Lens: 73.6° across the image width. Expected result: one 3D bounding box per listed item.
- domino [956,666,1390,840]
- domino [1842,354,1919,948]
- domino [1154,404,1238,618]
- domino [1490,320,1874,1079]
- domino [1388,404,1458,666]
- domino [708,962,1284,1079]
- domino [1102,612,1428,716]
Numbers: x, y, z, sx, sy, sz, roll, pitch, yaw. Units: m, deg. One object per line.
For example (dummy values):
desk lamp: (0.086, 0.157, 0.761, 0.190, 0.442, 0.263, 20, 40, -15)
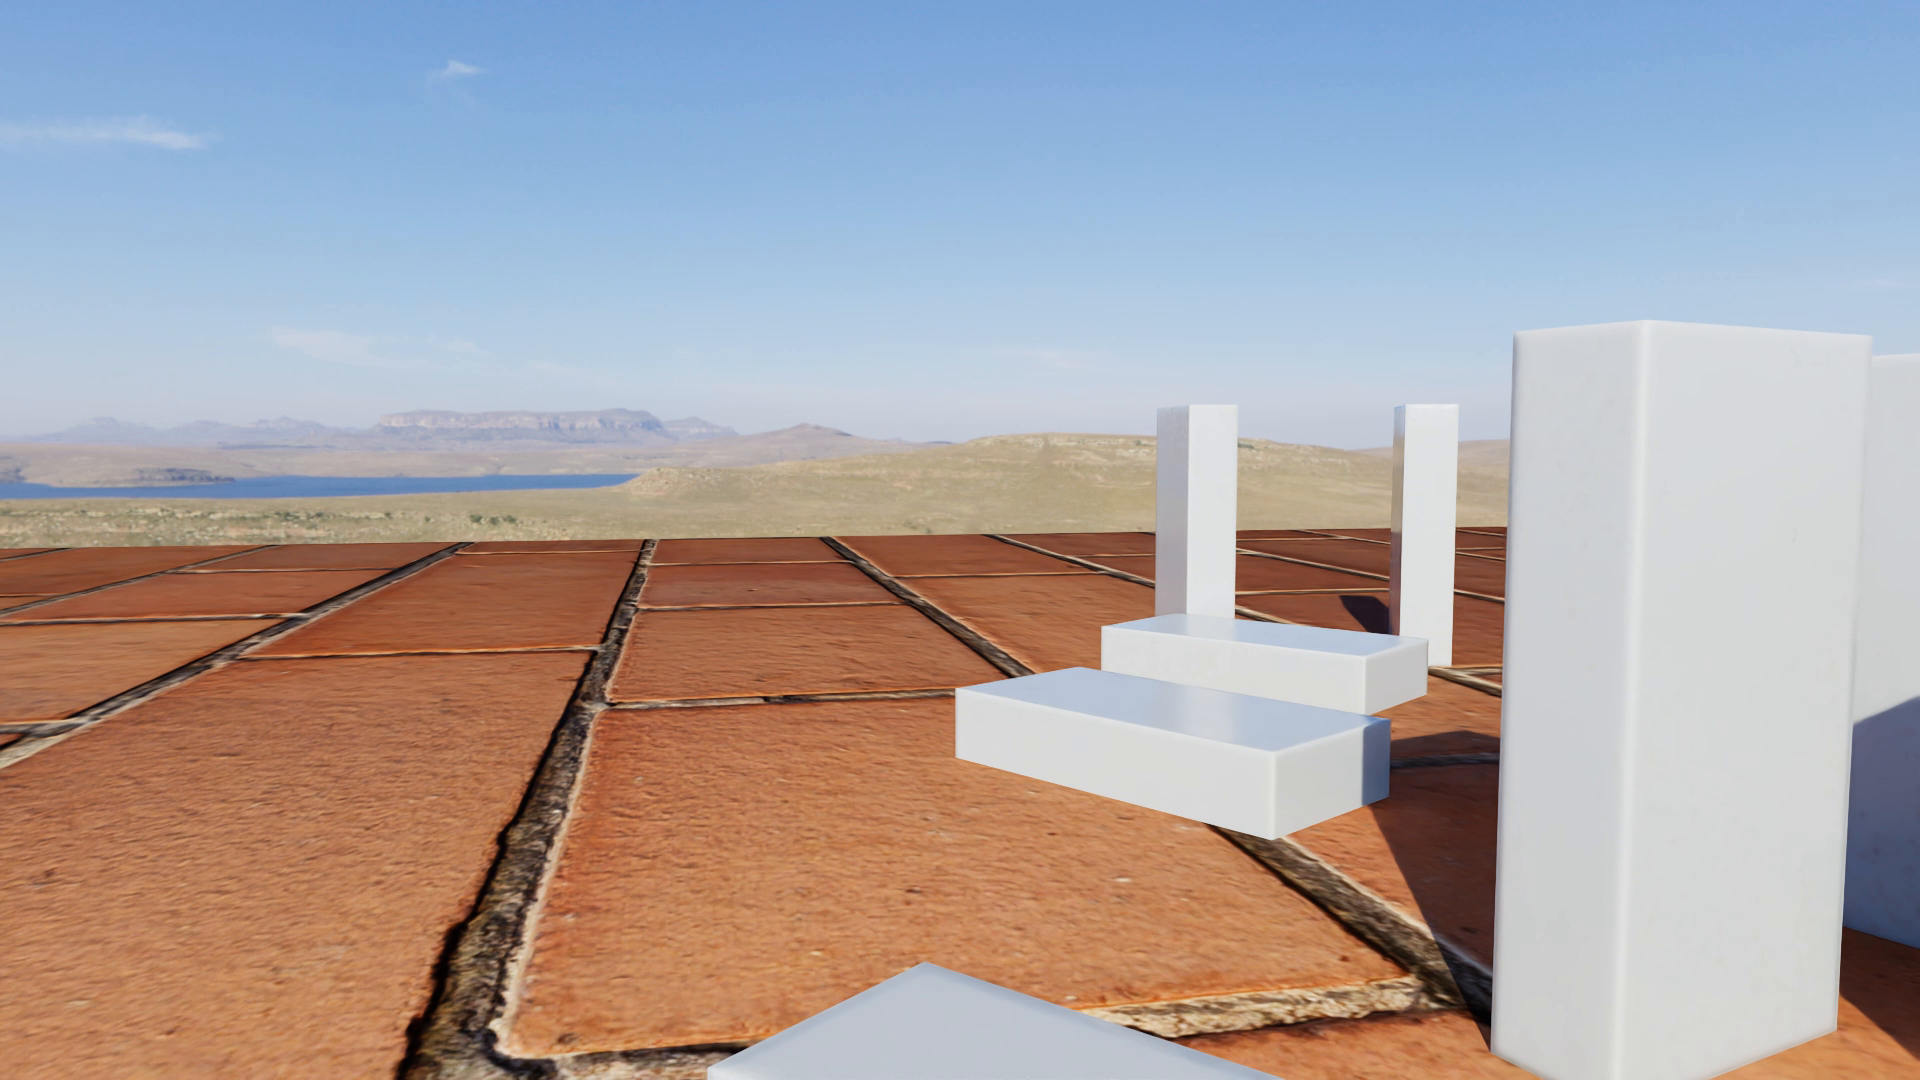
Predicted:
domino: (0.026, 0.026, 0.164, 0.025, 0.009, 0.050, -4, 6, -43)
domino: (0.085, 0.009, 0.109, 0.009, 0.050, 0.025, -3, 5, -30)
domino: (0.048, -0.002, 0.261, 0.009, 0.050, 0.025, 0, 4, -6)
domino: (0.050, 0.011, 0.090, 0.025, 0.050, 0.009, -2, 5, -28)
domino: (0.092, -0.002, 0.257, 0.009, 0.050, 0.025, 1, 4, 14)
domino: (0.015, 0.028, 0.025, 0.050, 0.025, 0.009, 3, 5, 38)
domino: (0.053, 0.021, 0.225, 0.050, 0.010, 0.025, 4, 6, 42)
